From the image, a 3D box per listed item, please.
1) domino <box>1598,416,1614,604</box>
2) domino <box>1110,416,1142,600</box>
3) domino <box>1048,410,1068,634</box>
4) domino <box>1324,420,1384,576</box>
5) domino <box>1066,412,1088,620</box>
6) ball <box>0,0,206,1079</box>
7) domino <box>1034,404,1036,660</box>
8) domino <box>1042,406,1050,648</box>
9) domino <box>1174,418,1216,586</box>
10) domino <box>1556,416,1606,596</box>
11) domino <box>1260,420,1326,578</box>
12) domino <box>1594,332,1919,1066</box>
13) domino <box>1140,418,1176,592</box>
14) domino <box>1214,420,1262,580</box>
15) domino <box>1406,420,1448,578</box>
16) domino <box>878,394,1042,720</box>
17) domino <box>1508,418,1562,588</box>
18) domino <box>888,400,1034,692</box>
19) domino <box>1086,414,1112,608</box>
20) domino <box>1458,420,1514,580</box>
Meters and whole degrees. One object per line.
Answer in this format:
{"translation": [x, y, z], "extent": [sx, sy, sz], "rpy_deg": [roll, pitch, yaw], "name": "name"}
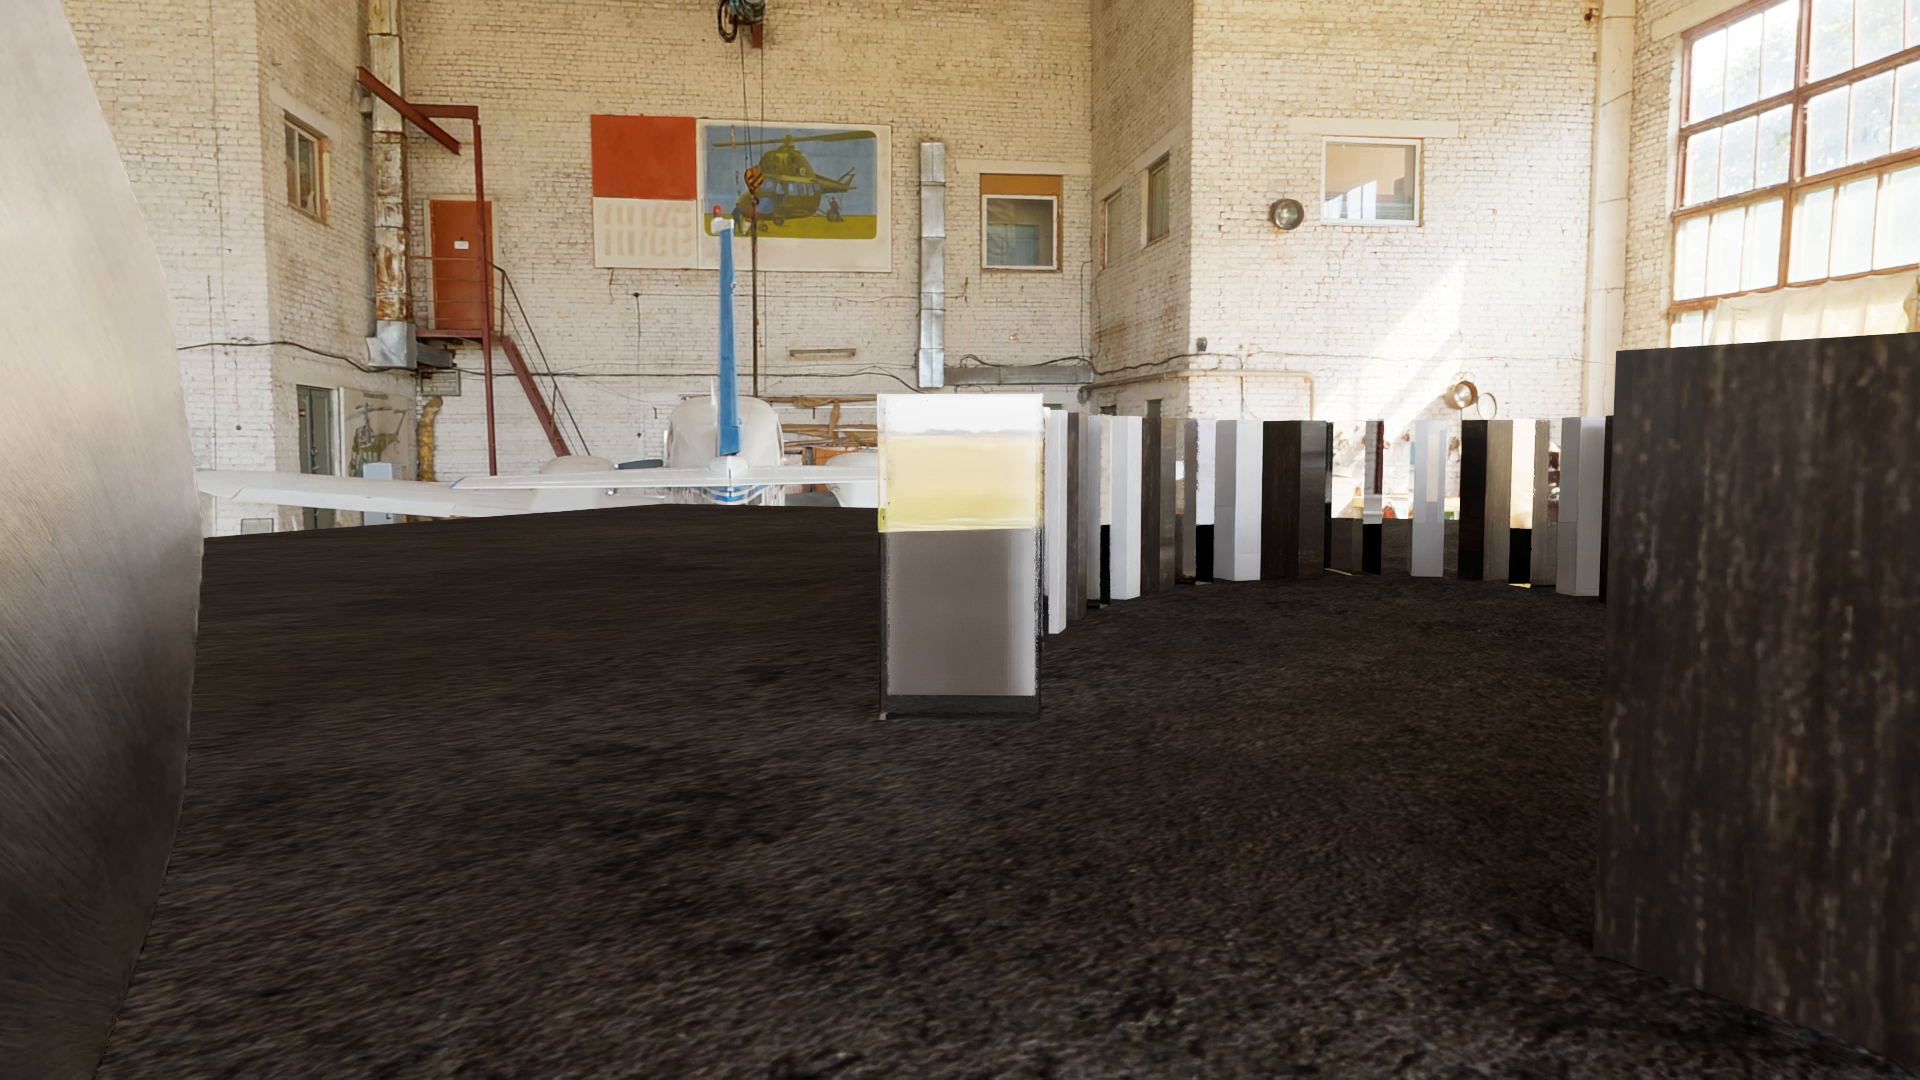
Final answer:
{"translation": [0.185, -0.008, 0.339], "extent": [0.025, 0.050, 0.009], "rpy_deg": [0, 4, 1], "name": "domino"}
{"translation": [0.037, -0.009, 0.359], "extent": [0.025, 0.050, 0.010], "rpy_deg": [3, 5, 30], "name": "domino"}
{"translation": [0.011, -0.004, 0.294], "extent": [0.025, 0.050, 0.010], "rpy_deg": [1, 4, 15], "name": "domino"}
{"translation": [0.130, -0.014, 0.424], "extent": [0.010, 0.050, 0.025], "rpy_deg": [0, 4, -5], "name": "domino"}
{"translation": [0.018, -0.006, 0.316], "extent": [0.025, 0.050, 0.009], "rpy_deg": [1, 5, 19], "name": "domino"}
{"translation": [-0.058, 0.001, 0.019], "extent": [0.080, 0.080, 0.080], "rpy_deg": [0, 4, 0], "name": "ball"}
{"translation": [0.002, -0.001, 0.248], "extent": [0.025, 0.050, 0.009], "rpy_deg": [0, 4, 6], "name": "domino"}
{"translation": [0.006, -0.003, 0.271], "extent": [0.025, 0.050, 0.009], "rpy_deg": [1, 4, 12], "name": "domino"}
{"translation": [0.065, -0.012, 0.397], "extent": [0.025, 0.050, 0.010], "rpy_deg": [4, 6, 44], "name": "domino"}
{"translation": [0.184, -0.010, 0.362], "extent": [0.025, 0.050, 0.009], "rpy_deg": [0, 4, -6], "name": "domino"}
{"translation": [0.107, -0.014, 0.418], "extent": [0.010, 0.050, 0.025], "rpy_deg": [-2, 5, -21], "name": "domino"}
{"translation": [0.064, 0.010, 0.098], "extent": [0.009, 0.050, 0.025], "rpy_deg": [-3, 5, -32], "name": "domino"}
{"translation": [0.050, -0.011, 0.379], "extent": [0.025, 0.050, 0.009], "rpy_deg": [3, 5, 36], "name": "domino"}
{"translation": [0.085, -0.013, 0.410], "extent": [0.009, 0.050, 0.025], "rpy_deg": [-2, 5, -22], "name": "domino"}
{"translation": [0.153, -0.014, 0.422], "extent": [0.010, 0.050, 0.025], "rpy_deg": [1, 4, 16], "name": "domino"}
{"translation": [0.000, 0.002, 0.201], "extent": [0.025, 0.050, 0.010], "rpy_deg": [0, 4, 0], "name": "domino"}
{"translation": [0.180, -0.011, 0.386], "extent": [0.025, 0.050, 0.009], "rpy_deg": [-1, 4, -14], "name": "domino"}
{"translation": [0.000, 0.001, 0.224], "extent": [0.025, 0.050, 0.009], "rpy_deg": [0, 4, 2], "name": "domino"}
{"translation": [0.026, -0.008, 0.338], "extent": [0.025, 0.050, 0.009], "rpy_deg": [2, 5, 24], "name": "domino"}
{"translation": [0.171, -0.013, 0.408], "extent": [0.025, 0.050, 0.010], "rpy_deg": [-2, 5, -29], "name": "domino"}
